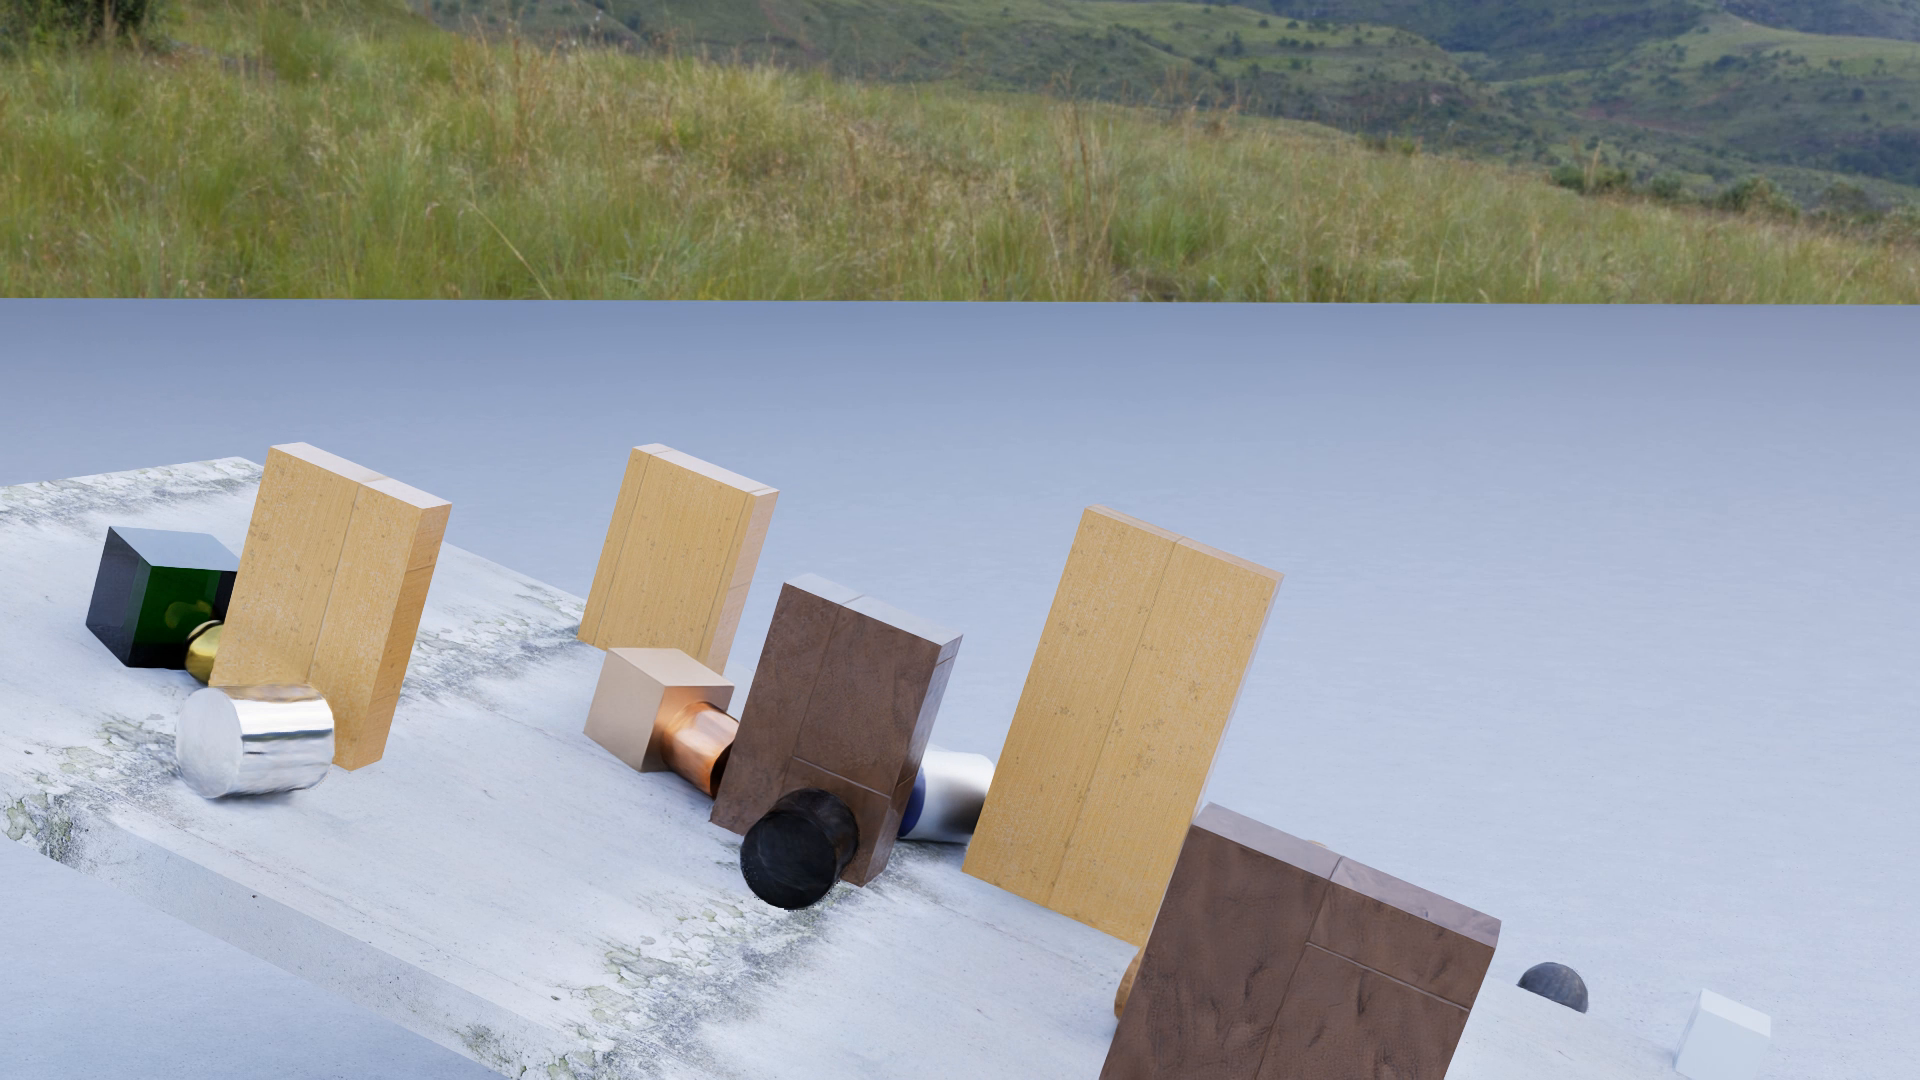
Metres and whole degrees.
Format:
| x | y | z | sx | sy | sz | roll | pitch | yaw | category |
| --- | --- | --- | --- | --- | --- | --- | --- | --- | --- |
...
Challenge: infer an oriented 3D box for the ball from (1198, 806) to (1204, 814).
| x | y | z | sx | sy | sz | roll | pitch | yaw | category |
| --- | --- | --- | --- | --- | --- | --- | --- | --- | --- |
| 0.454 | 0.630 | 4.815 | 0.182 | 0.182 | 0.182 | 0 | 7 | 0 | ball |

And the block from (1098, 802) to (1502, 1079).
| x | y | z | sx | sy | sz | roll | pitch | yaw | category |
| --- | --- | --- | --- | --- | --- | --- | --- | --- | --- |
| 0.440 | 0.757 | 3.116 | 0.437 | 0.638 | 0.135 | 21 | 12 | 14 | block |

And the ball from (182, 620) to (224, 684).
| x | y | z | sx | sy | sz | roll | pitch | yaw | category |
| --- | --- | --- | --- | --- | --- | --- | --- | --- | --- |
| -1.388 | 0.211 | 4.107 | 0.124 | 0.124 | 0.124 | 0 | 7 | 0 | ball |

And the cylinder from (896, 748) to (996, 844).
| x | y | z | sx | sy | sz | roll | pitch | yaw | category |
| --- | --- | --- | --- | --- | --- | --- | --- | --- | --- |
| -0.048 | 0.526 | 4.526 | 0.187 | 0.187 | 0.187 | 10 | 0 | -35 | cylinder |

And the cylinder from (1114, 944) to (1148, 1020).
| x | y | z | sx | sy | sz | roll | pitch | yaw | category |
| --- | --- | --- | --- | --- | --- | --- | --- | --- | --- |
| 0.388 | 0.819 | 3.911 | 0.164 | 0.164 | 0.164 | 25 | 19 | 29 | cylinder |

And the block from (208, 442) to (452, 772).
| x | y | z | sx | sy | sz | roll | pitch | yaw | category |
| --- | --- | --- | --- | --- | --- | --- | --- | --- | --- |
| -1.143 | 0.118 | 3.968 | 0.321 | 0.504 | 0.102 | 21 | 12 | 14 | block |

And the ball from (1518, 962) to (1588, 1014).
| x | y | z | sx | sy | sz | roll | pitch | yaw | category |
| --- | --- | --- | --- | --- | --- | --- | --- | --- | --- |
| 1.445 | 1.119 | 5.368 | 0.173 | 0.173 | 0.173 | 0 | 7 | 0 | ball |

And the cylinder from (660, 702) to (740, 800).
| x | y | z | sx | sy | sz | roll | pitch | yaw | category |
| --- | --- | --- | --- | --- | --- | --- | --- | --- | --- |
| -0.489 | 0.426 | 4.398 | 0.157 | 0.157 | 0.157 | 28 | 23 | 38 | cylinder |

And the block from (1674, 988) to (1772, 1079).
| x | y | z | sx | sy | sz | roll | pitch | yaw | category |
| --- | --- | --- | --- | --- | --- | --- | --- | --- | --- |
| 1.616 | 1.066 | 4.660 | 0.148 | 0.148 | 0.148 | 22 | 12 | 17 | block |

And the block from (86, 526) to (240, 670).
| x | y | z | sx | sy | sz | roll | pitch | yaw | category |
| --- | --- | --- | --- | --- | --- | --- | --- | --- | --- |
| -1.504 | 0.112 | 4.186 | 0.204 | 0.204 | 0.204 | 6 | 17 | -45 | block |

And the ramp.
| x | y | z | sx | sy | sz | roll | pitch | yaw | category |
| --- | --- | --- | --- | --- | --- | --- | --- | --- | --- |
| -0.348 | 0.649 | 4.220 | 4.000 | 0.100 | 2.000 | 21 | 12 | 14 | ramp |

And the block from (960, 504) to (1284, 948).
| x | y | z | sx | sy | sz | roll | pitch | yaw | category |
| --- | --- | --- | --- | --- | --- | --- | --- | --- | --- |
| 0.315 | 0.366 | 4.339 | 0.397 | 0.784 | 0.096 | 21 | 12 | 14 | block |

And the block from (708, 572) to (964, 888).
| x | y | z | sx | sy | sz | roll | pitch | yaw | category |
| --- | --- | --- | --- | --- | --- | --- | --- | --- | --- |
| -0.239 | 0.362 | 4.224 | 0.330 | 0.500 | 0.139 | 21 | 12 | 14 | block |

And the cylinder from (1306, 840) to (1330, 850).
| x | y | z | sx | sy | sz | roll | pitch | yaw | category |
| --- | --- | --- | --- | --- | --- | --- | --- | --- | --- |
| 0.754 | 0.752 | 4.750 | 0.162 | 0.162 | 0.162 | 0 | 13 | -1 | cylinder |

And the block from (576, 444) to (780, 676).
| x | y | z | sx | sy | sz | roll | pitch | yaw | category |
| --- | --- | --- | --- | --- | --- | --- | --- | --- | --- |
| -0.649 | 0.058 | 5.052 | 0.320 | 0.472 | 0.136 | 21 | 12 | 14 | block |

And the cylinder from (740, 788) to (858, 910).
| x | y | z | sx | sy | sz | roll | pitch | yaw | category |
| --- | --- | --- | --- | --- | --- | --- | --- | --- | --- |
| -0.292 | 0.562 | 4.019 | 0.178 | 0.178 | 0.178 | 1 | 9 | 11 | cylinder |

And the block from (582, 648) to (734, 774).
| x | y | z | sx | sy | sz | roll | pitch | yaw | category |
| --- | --- | --- | --- | --- | --- | --- | --- | --- | --- |
| -0.615 | 0.346 | 4.489 | 0.190 | 0.190 | 0.190 | 28 | 15 | 38 | block |

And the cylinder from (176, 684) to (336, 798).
| x | y | z | sx | sy | sz | roll | pitch | yaw | category |
| --- | --- | --- | --- | --- | --- | --- | --- | --- | --- |
| -1.185 | 0.336 | 3.702 | 0.183 | 0.183 | 0.183 | 5 | 2 | 36 | cylinder |
